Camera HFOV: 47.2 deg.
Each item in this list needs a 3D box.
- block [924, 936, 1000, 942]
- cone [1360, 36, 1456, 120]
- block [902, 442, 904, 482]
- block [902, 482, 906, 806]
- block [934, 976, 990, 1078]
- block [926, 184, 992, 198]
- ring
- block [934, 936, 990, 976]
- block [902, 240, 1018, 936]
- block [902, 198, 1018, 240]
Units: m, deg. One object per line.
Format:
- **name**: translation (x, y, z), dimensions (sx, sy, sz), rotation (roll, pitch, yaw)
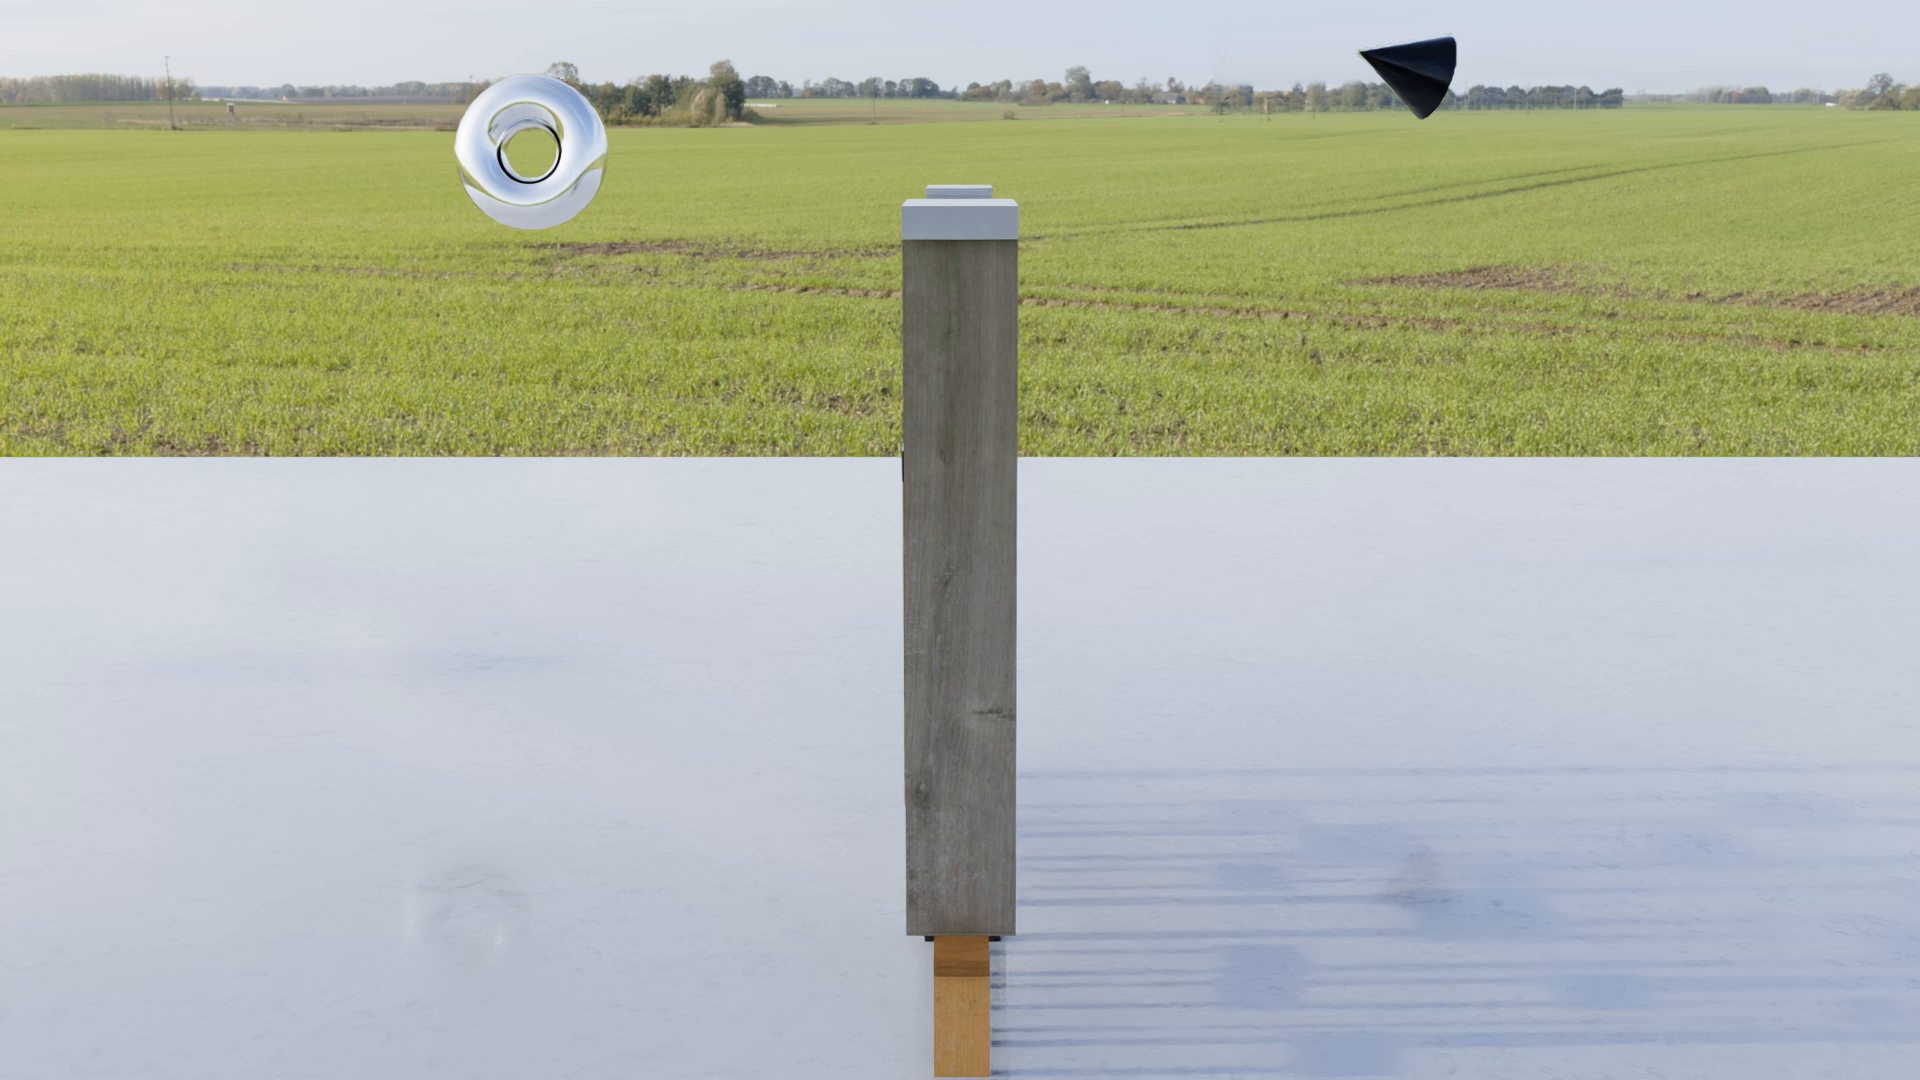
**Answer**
- **block**: translation (0.003, 0.511, 3.447), dimensions (0.118, 0.237, 0.034), rotation (0, 11, 0)
- **cone**: translation (1.143, -1.244, 5.756), dimensions (0.224, 0.224, 0.224), rotation (15, 7, -14)
- **block**: translation (-0.005, -0.131, 3.199), dimensions (0.152, 0.043, 0.304), rotation (0, 11, 0)
- **block**: translation (-0.004, 0.144, 3.147), dimensions (0.152, 0.477, 0.043), rotation (0, 10, 0)
- **block**: translation (0.002, 0.647, 2.954), dimensions (0.074, 0.148, 0.021), rotation (0, 11, 0)
- **block**: translation (-0.001, -0.627, 4.008), dimensions (0.118, 0.033, 0.236), rotation (0, 11, 0)
- **ring**: translation (-1.101, -0.995, 5.650), dimensions (0.396, 0.396, 0.132), rotation (0, 1, 3)
- **block**: translation (0.002, 0.555, 2.987), dimensions (0.074, 0.021, 0.148), rotation (0, 10, 0)
- **block**: translation (0.001, 0.072, 2.940), dimensions (0.149, 0.945, 0.042), rotation (0, 10, 0)
- **block**: translation (0.000, -0.431, 2.948), dimensions (0.149, 0.042, 0.299), rotation (0, 11, 0)
